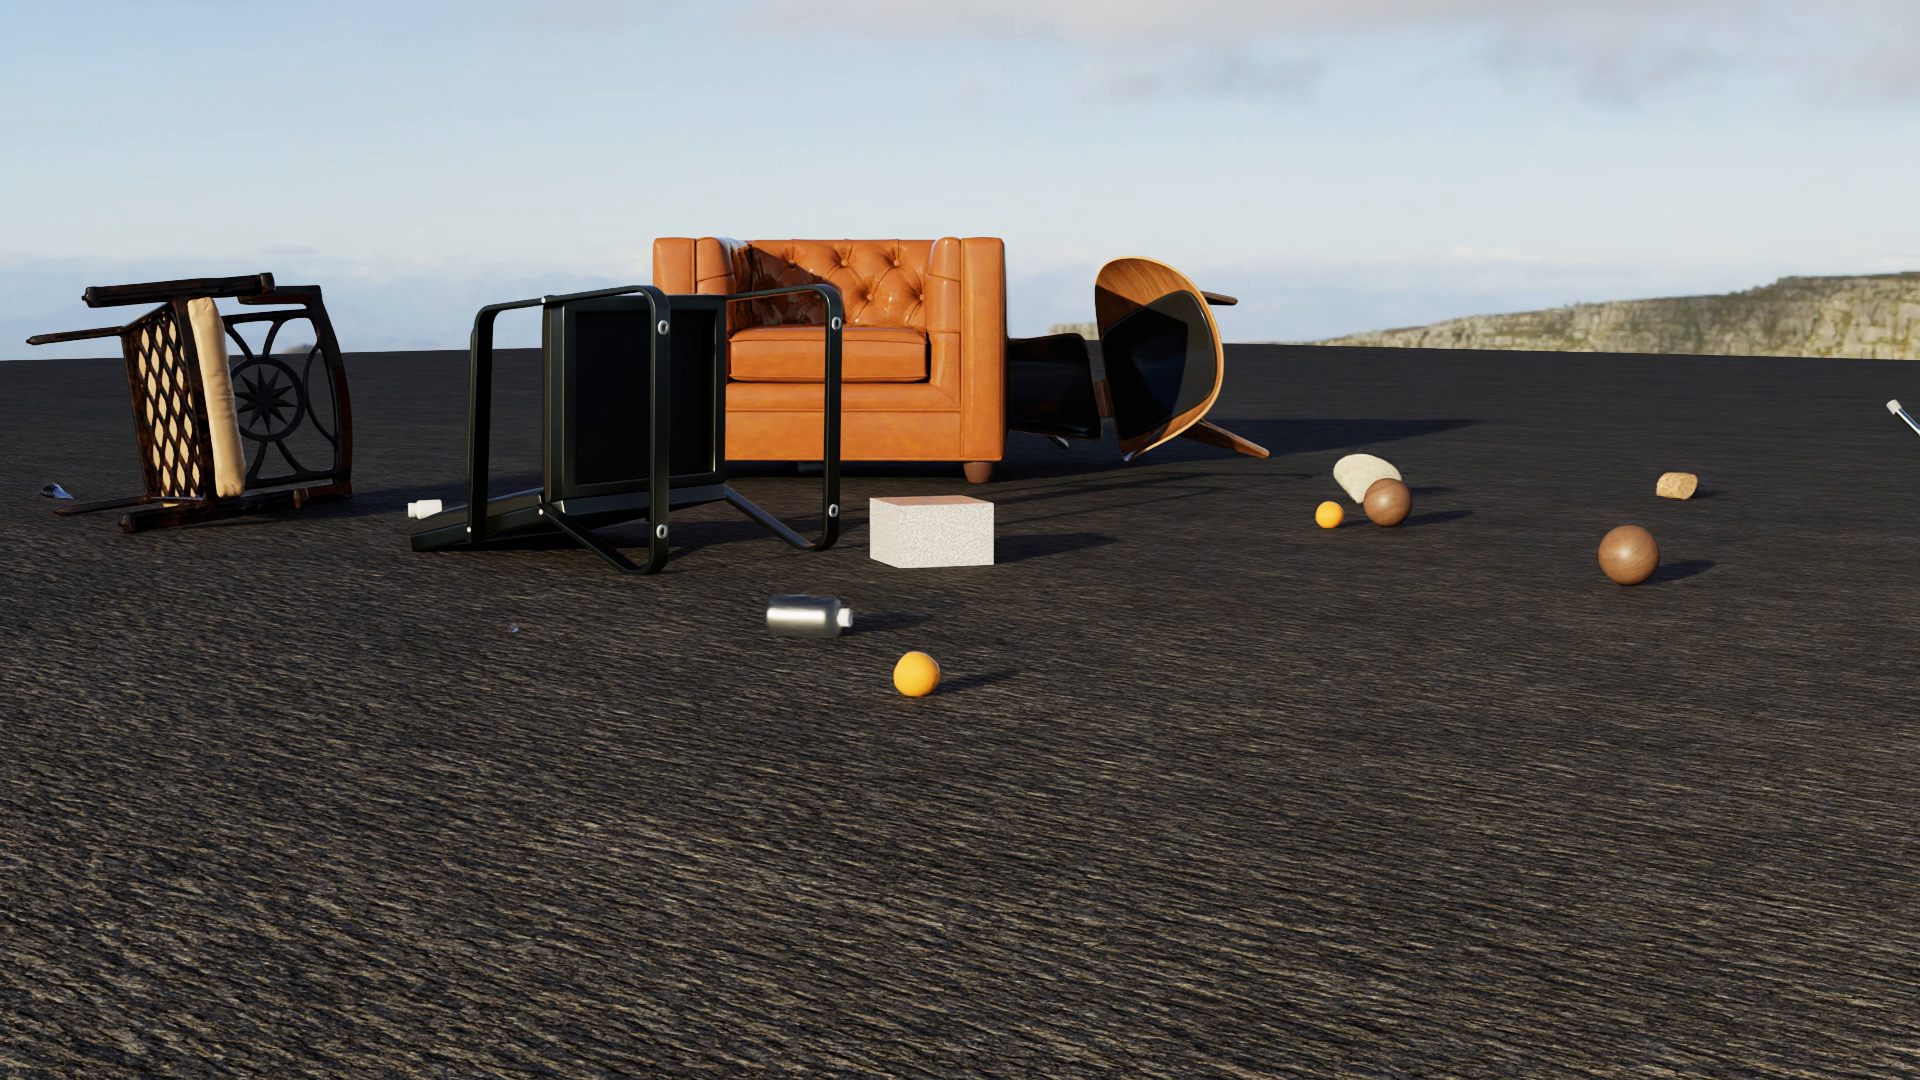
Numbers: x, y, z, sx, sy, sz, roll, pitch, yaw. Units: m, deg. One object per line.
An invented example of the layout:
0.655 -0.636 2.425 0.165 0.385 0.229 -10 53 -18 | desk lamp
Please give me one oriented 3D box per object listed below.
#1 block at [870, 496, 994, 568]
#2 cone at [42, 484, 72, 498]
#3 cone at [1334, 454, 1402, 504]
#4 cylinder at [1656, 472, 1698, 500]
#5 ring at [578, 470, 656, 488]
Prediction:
-0.067 -0.021 5.930 0.226 0.141 0.223 -2 6 -19 | block
-2.661 -0.133 7.606 0.091 0.040 0.073 16 20 21 | cone
1.176 -0.146 7.500 0.201 0.147 0.156 12 35 14 | cone
2.127 -0.162 7.614 0.061 0.087 0.092 47 -16 -24 | cylinder
-1.074 -0.190 8.034 0.133 0.047 0.309 3 6 39 | ring
